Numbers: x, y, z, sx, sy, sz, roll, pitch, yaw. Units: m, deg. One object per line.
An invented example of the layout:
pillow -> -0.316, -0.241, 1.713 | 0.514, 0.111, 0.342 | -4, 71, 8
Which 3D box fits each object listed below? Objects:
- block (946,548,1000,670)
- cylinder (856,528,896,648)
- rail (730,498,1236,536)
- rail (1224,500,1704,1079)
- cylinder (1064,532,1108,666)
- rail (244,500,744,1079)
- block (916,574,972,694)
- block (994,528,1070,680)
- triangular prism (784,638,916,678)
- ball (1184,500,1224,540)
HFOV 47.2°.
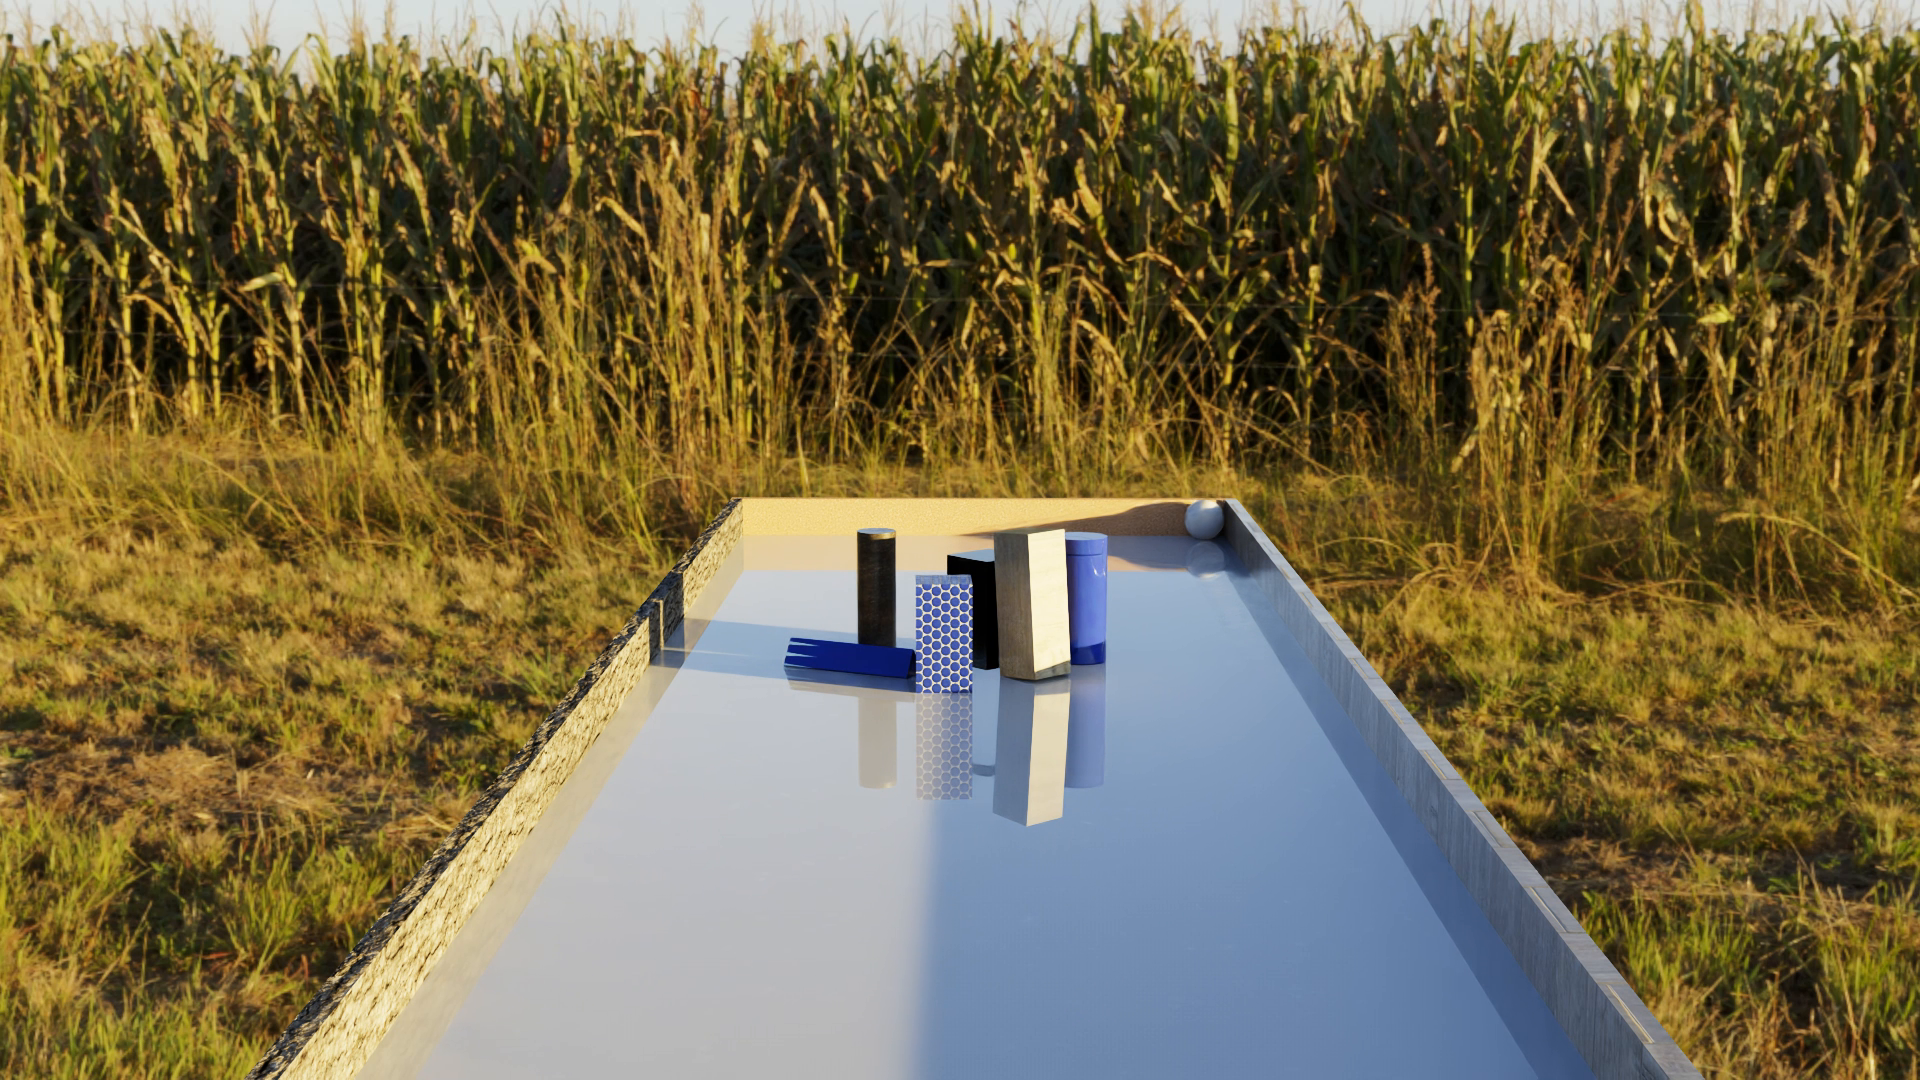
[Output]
block -> 0.085, 0.207, 6.654 | 0.176, 0.328, 0.176 | -8, 12, -42
cylinder -> -0.254, 0.167, 6.695 | 0.119, 0.395, 0.119 | 0, 9, 0
rail -> 0.099, -0.098, 9.147 | 2.100, 0.150, 0.050 | 0, 9, 1
rail -> 1.046, 0.843, 3.208 | 0.050, 0.150, 12.000 | 0, 9, 1
cylinder -> 0.365, 0.176, 6.676 | 0.163, 0.382, 0.163 | 0, 9, 0
rail -> -1.004, 0.839, 3.234 | 0.050, 0.150, 12.000 | 0, 9, 1
block -> -0.047, 0.268, 6.317 | 0.160, 0.313, 0.160 | 0, 9, -2
block -> 0.212, 0.184, 6.457 | 0.147, 0.425, 0.147 | -8, 8, -42
triangular prism -> -0.324, 0.346, 6.559 | 0.414, 0.079, 0.091 | 4, 10, 25
ball -> 1.003, -0.085, 9.026 | 0.164, 0.164, 0.164 | 0, 9, 0
